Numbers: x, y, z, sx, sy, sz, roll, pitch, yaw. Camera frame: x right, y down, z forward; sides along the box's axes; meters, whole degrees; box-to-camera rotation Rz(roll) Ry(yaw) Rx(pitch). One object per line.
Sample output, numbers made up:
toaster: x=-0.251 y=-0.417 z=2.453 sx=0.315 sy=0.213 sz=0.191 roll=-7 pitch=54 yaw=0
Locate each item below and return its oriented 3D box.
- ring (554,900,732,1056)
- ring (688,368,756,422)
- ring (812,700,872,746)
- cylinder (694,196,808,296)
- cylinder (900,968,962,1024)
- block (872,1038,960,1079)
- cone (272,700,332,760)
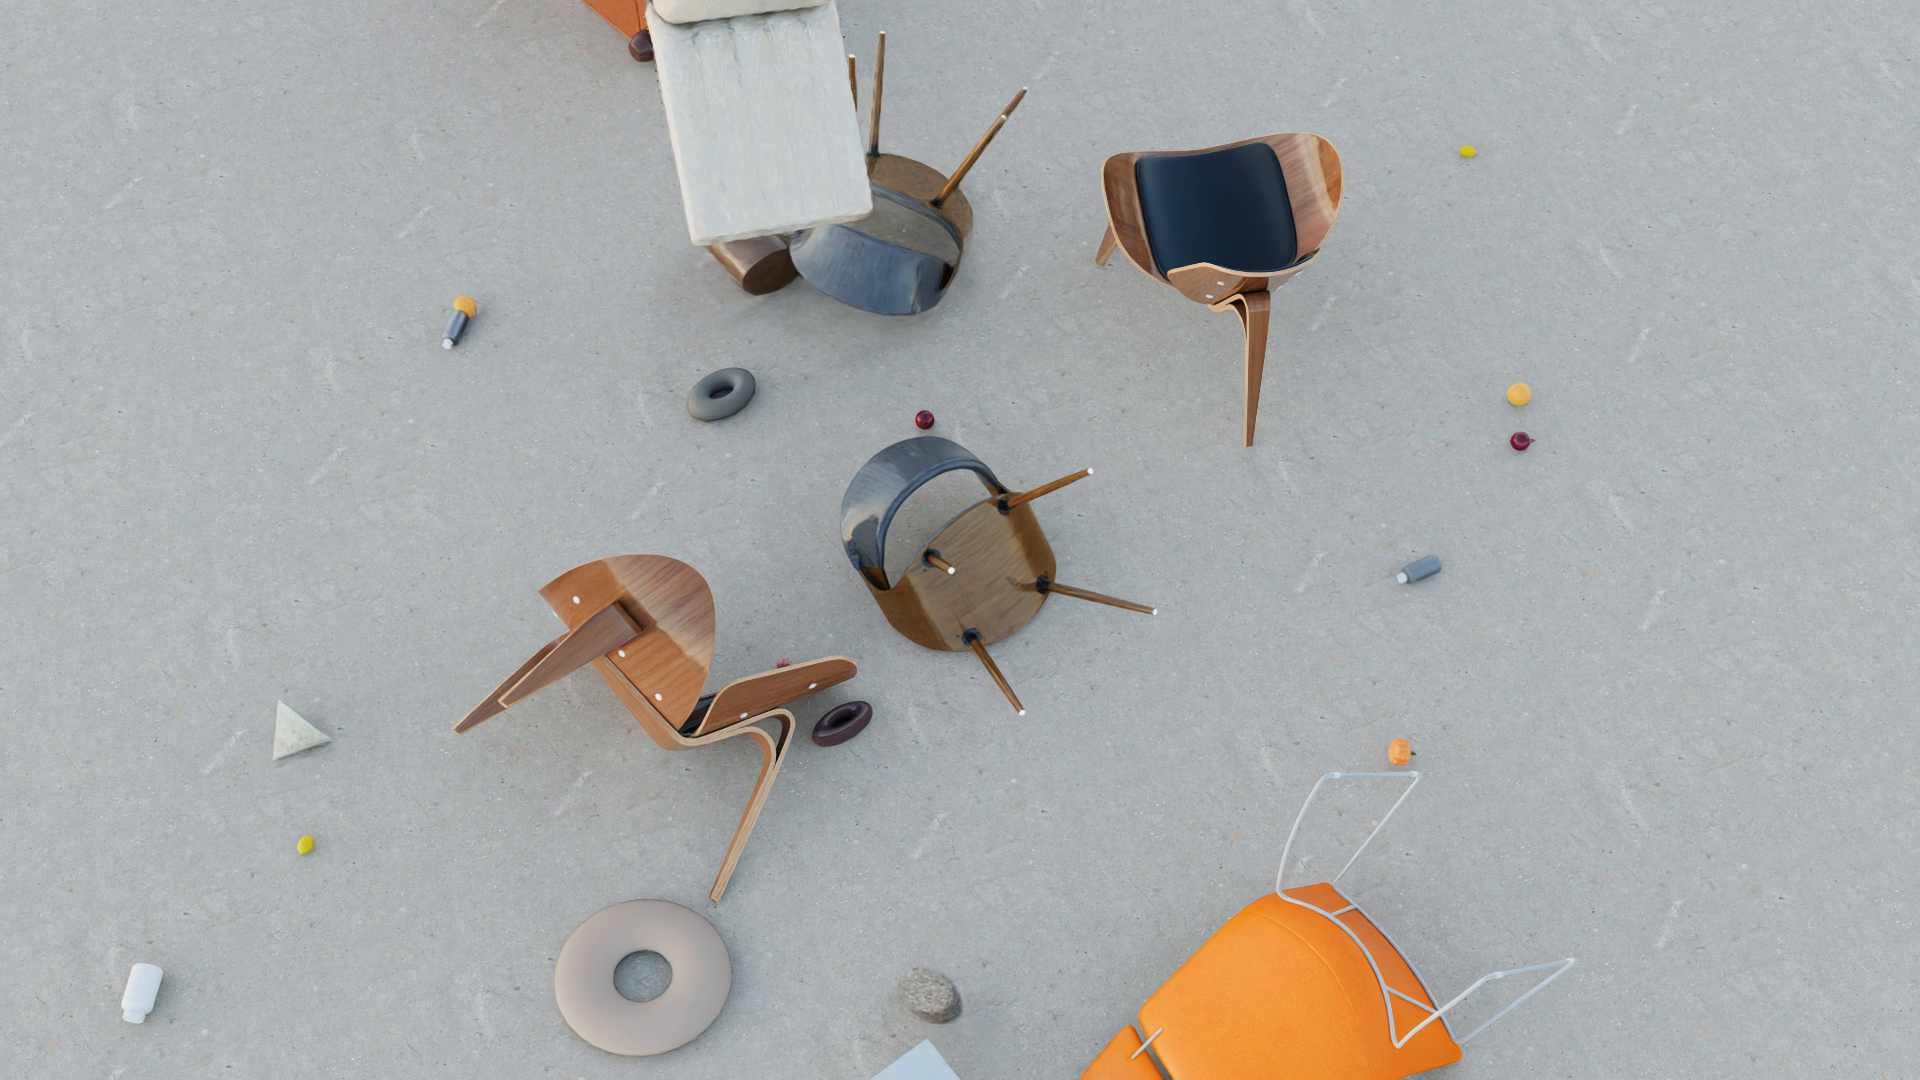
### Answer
ring: x=-0.832 y=1.143 z=5.768 sx=0.466 sy=0.066 sz=0.436 roll=5 pitch=57 yaw=4
ring: x=-0.741 y=-0.453 z=6.832 sx=0.235 sy=0.077 sz=0.155 roll=-33 pitch=61 yaw=-21
ring: x=-0.330 y=0.516 z=6.180 sx=0.194 sy=0.081 sz=0.088 roll=-29 pitch=59 yaw=-16
cylinder: x=-0.676 y=-0.953 z=7.101 sx=0.252 sy=0.180 sz=0.282 roll=-22 pitch=57 yaw=-34
cylinder: x=-0.076 y=1.183 z=5.710 sx=0.162 sy=0.076 sz=0.111 roll=23 pitch=65 yaw=32
block: x=-0.095 y=1.474 z=5.473 sx=0.275 sy=0.185 sz=0.315 roll=-32 pitch=62 yaw=-20
cone: x=-1.883 y=0.561 z=6.172 sx=0.198 sy=0.084 sz=0.144 roll=35 pitch=80 yaw=12
